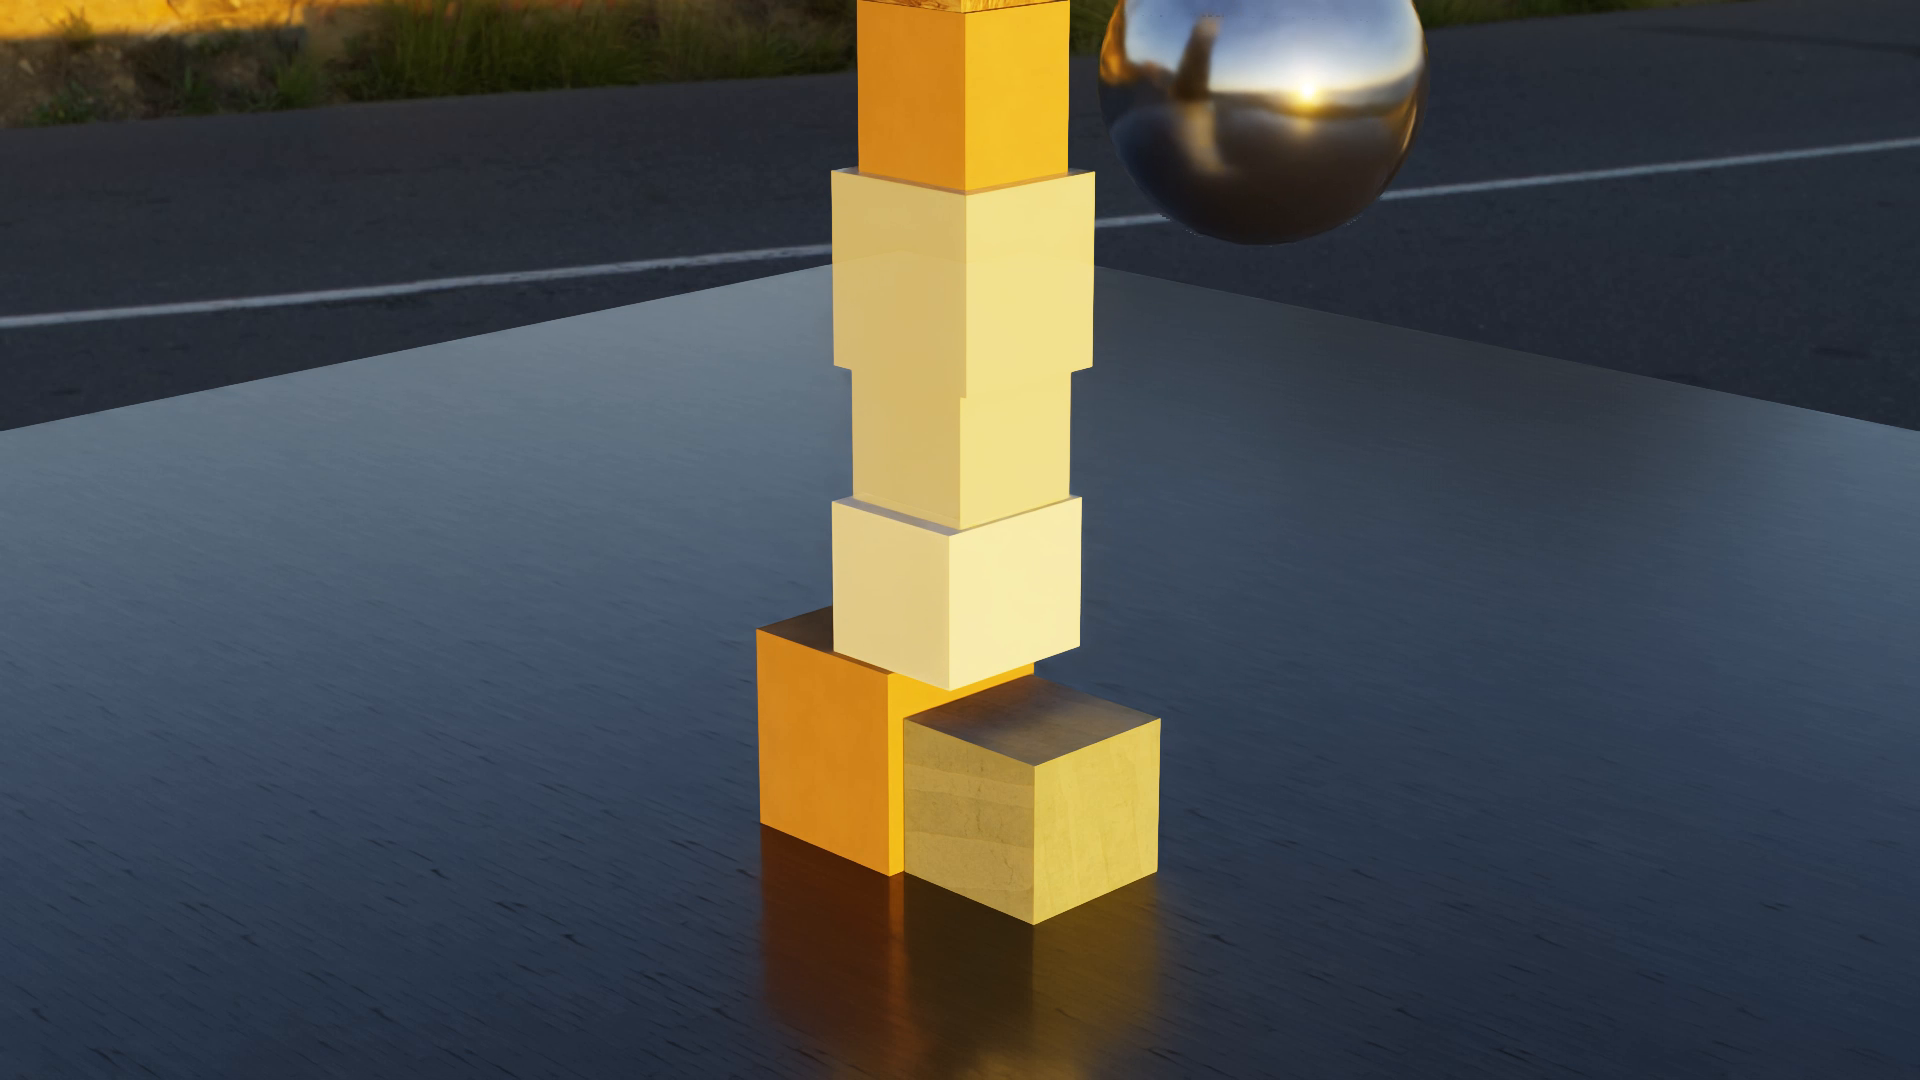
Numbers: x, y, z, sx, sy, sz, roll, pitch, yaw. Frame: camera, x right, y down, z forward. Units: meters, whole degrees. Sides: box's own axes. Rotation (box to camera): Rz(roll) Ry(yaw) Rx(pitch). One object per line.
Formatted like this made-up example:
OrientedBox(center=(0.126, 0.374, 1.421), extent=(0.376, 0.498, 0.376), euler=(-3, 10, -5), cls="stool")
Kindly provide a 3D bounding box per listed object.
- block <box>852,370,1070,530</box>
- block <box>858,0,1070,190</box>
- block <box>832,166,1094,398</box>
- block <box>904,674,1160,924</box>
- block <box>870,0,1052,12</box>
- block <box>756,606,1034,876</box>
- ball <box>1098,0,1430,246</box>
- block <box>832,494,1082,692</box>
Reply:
OrientedBox(center=(0.005, -0.483, 13.195), extent=(0.698, 0.614, 0.686), euler=(-17, 24, -42), cls="block")
OrientedBox(center=(0.014, -1.971, 12.737), extent=(0.634, 0.743, 0.661), euler=(-17, 24, -42), cls="block")
OrientedBox(center=(0.013, -1.197, 12.979), extent=(0.797, 0.878, 0.837), euler=(-17, 24, -42), cls="block")
OrientedBox(center=(0.327, 1.166, 13.381), extent=(0.824, 0.752, 0.819), euler=(-17, 24, -42), cls="block")
OrientedBox(center=(-0.004, -2.595, 12.522), extent=(0.556, 0.579, 0.585), euler=(-17, 24, -42), cls="block")
OrientedBox(center=(-0.303, 0.878, 13.914), extent=(0.950, 0.981, 0.893), euler=(-17, 24, -42), cls="block")
OrientedBox(center=(1.467, -2.226, 14.180), extent=(1.600, 1.600, 1.600), euler=(0, 17, 0), cls="ball")
OrientedBox(center=(-0.014, 0.157, 13.377), extent=(0.845, 0.716, 0.753), euler=(-17, 24, -42), cls="block")
